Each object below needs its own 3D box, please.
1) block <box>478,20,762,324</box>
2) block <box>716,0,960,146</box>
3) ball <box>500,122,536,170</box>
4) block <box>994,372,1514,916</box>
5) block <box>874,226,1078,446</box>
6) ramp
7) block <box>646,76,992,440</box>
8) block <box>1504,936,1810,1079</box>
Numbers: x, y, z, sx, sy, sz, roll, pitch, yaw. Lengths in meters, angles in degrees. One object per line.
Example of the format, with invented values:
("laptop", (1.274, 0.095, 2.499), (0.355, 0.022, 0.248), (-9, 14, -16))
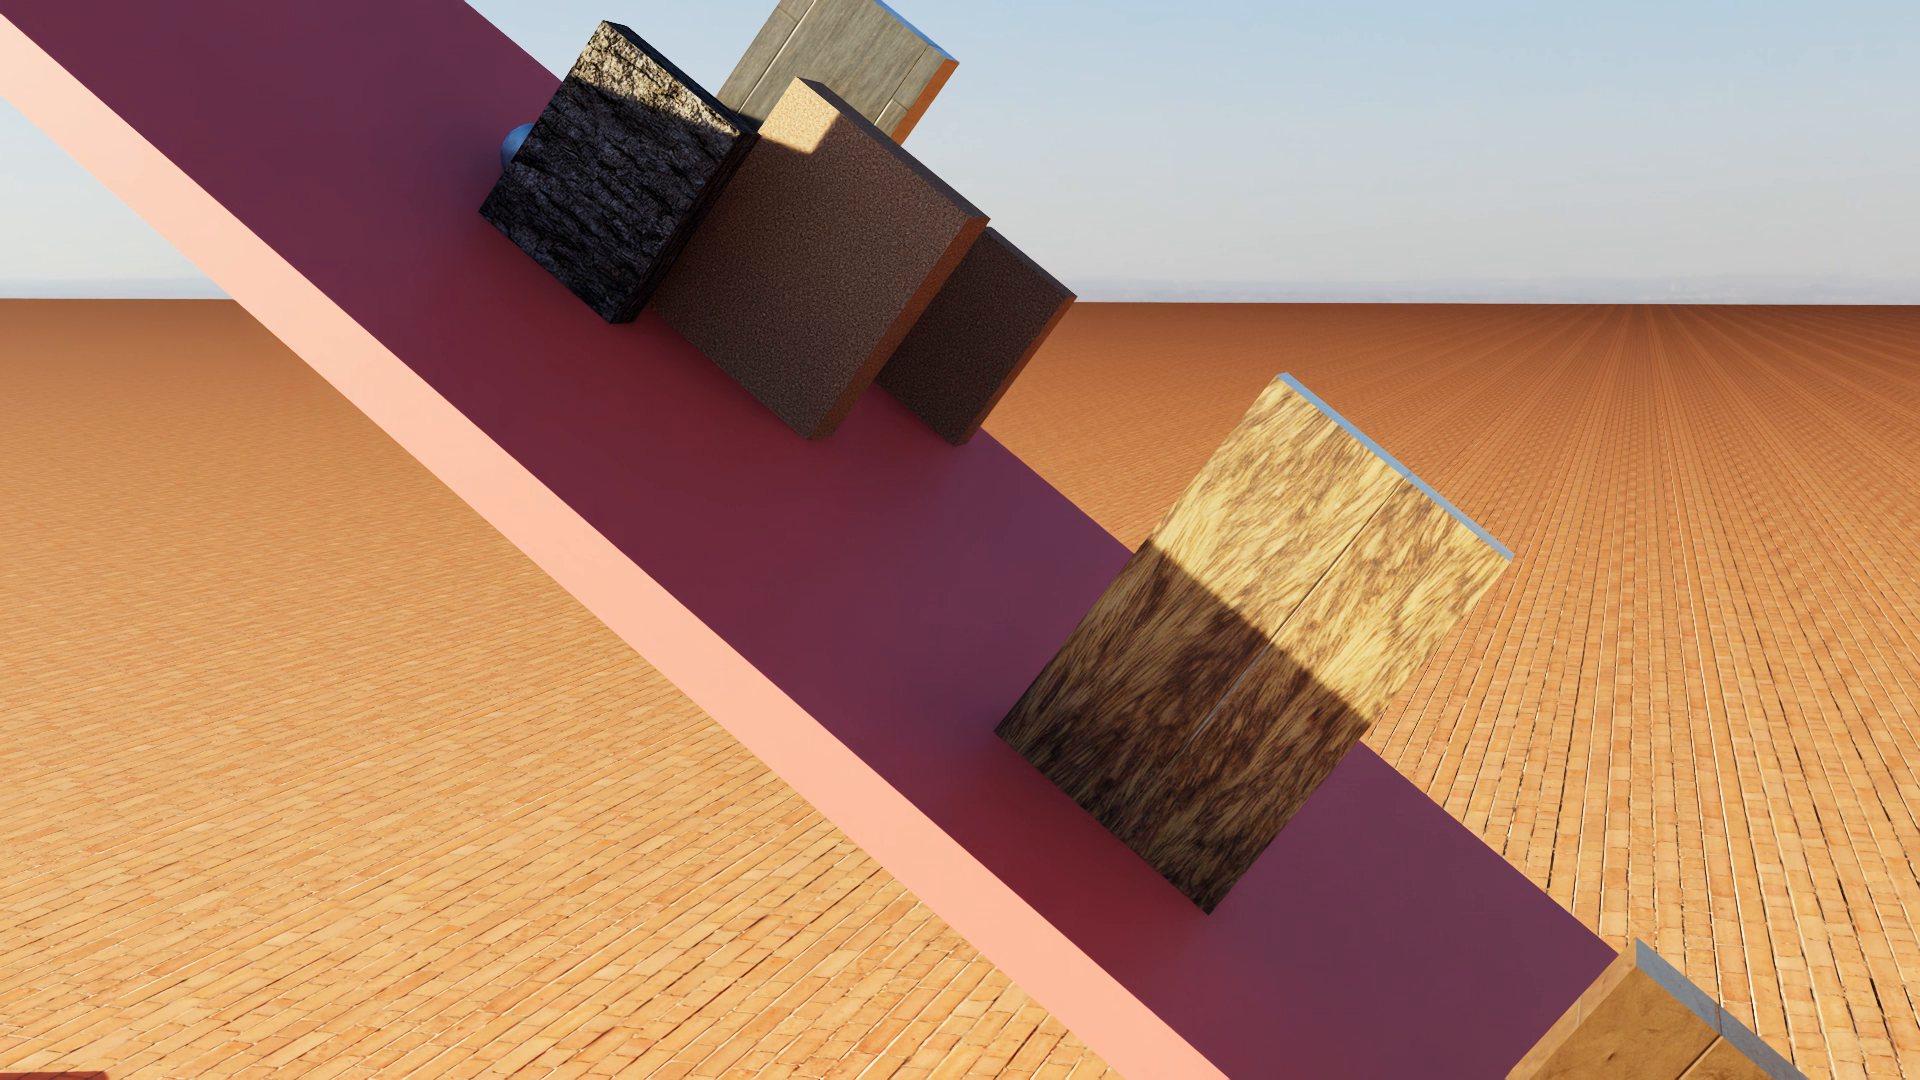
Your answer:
("block", (-0.617, -0.660, 3.969), (0.329, 0.423, 0.099), (40, 16, 9))
("block", (-0.344, -0.813, 4.518), (0.353, 0.675, 0.096), (40, 16, 9))
("ball", (-0.828, -0.745, 4.286), (0.133, 0.133, 0.133), (0, 7, 0))
("block", (0.444, 0.162, 3.393), (0.439, 0.718, 0.105), (40, 16, 9))
("block", (0.027, -0.441, 4.760), (0.245, 0.408, 0.099), (40, 16, 9))
("ramp", (-0.037, 0.093, 4.057), (4.000, 0.100, 2.000), (40, 16, 9))
("block", (-0.274, -0.527, 4.149), (0.423, 0.521, 0.138), (40, 16, 9))
("block", (0.934, 0.863, 2.953), (0.445, 0.458, 0.133), (40, 16, 9))
